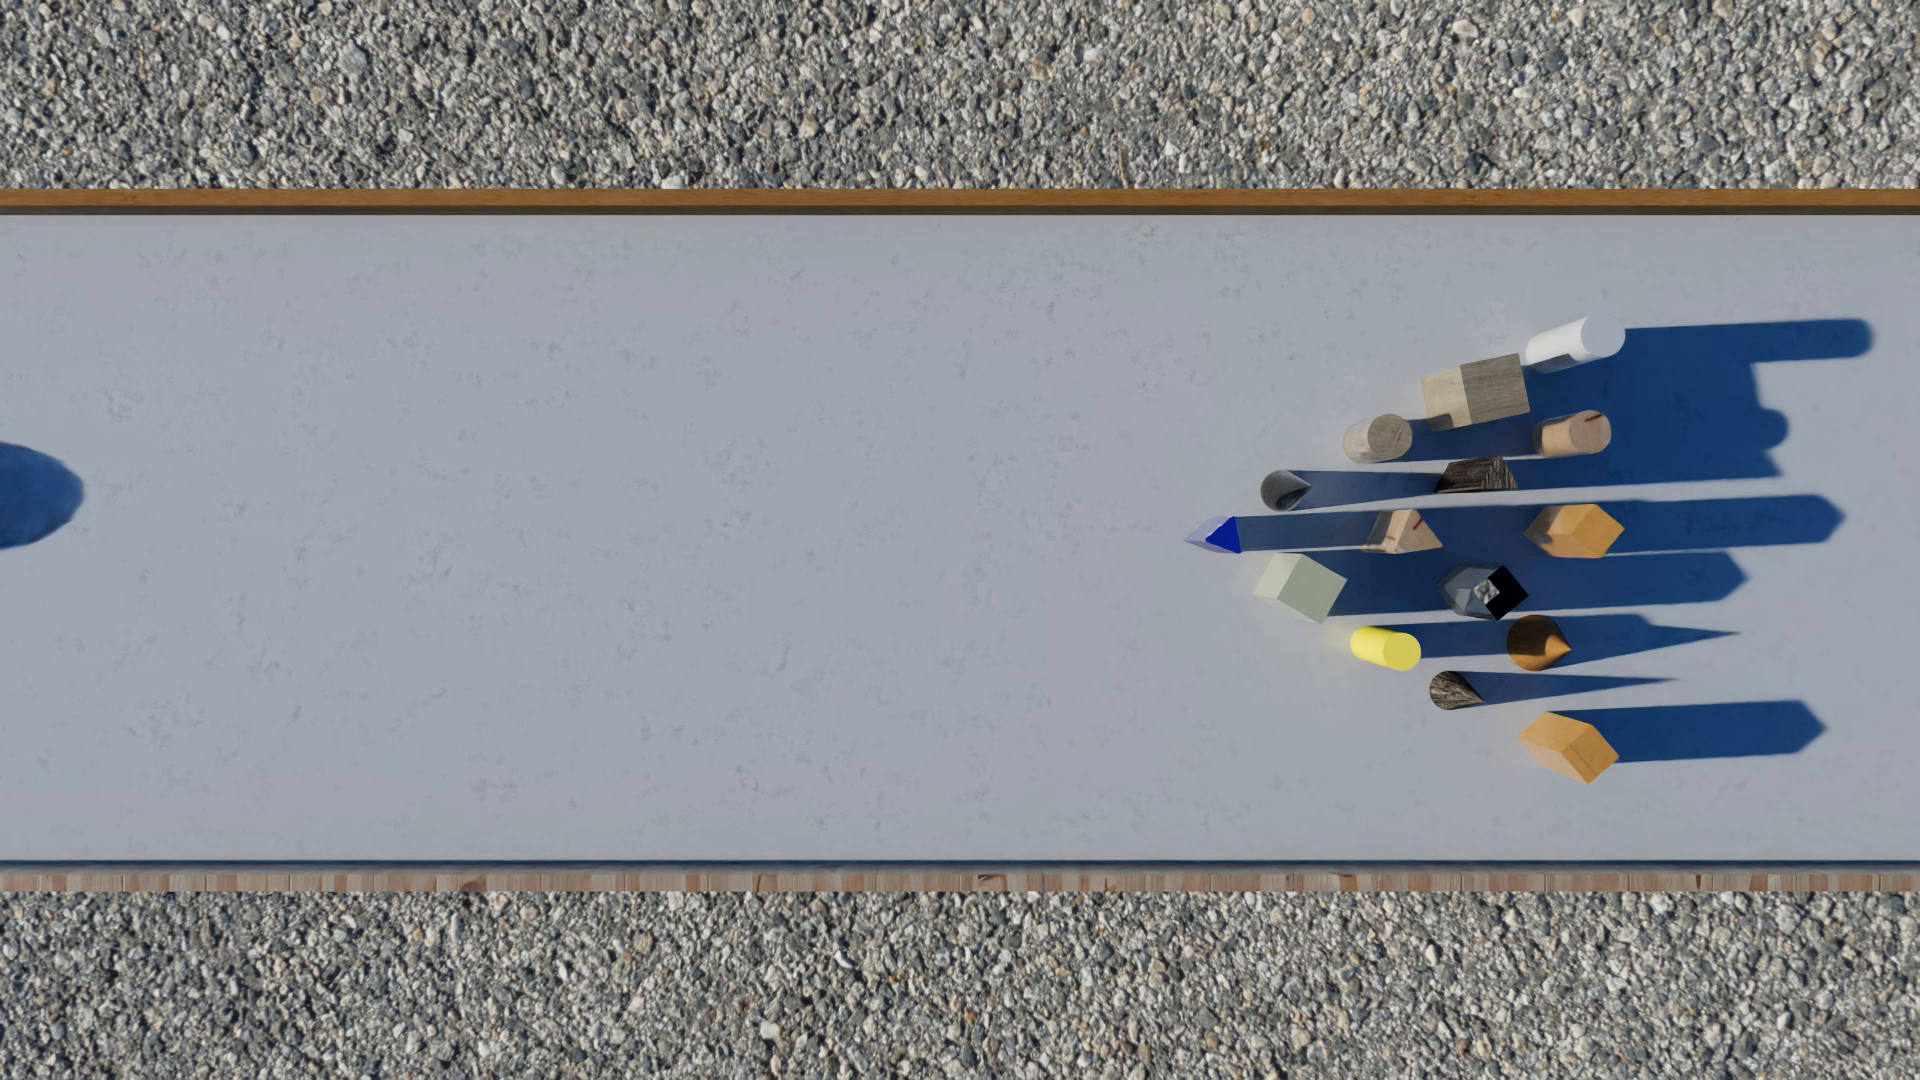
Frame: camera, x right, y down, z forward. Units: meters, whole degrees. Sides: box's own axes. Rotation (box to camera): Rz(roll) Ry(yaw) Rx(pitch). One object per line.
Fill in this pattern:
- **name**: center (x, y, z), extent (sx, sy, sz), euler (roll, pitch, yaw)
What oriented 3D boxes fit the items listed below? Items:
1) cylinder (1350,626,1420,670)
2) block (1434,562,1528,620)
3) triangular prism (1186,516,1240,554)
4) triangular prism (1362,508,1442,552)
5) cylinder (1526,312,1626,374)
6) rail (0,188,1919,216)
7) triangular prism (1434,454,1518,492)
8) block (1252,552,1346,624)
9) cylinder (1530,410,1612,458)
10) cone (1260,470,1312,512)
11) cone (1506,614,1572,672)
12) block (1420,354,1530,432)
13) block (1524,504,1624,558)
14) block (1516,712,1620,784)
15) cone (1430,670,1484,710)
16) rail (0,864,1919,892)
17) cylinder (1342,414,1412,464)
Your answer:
- **cylinder**: center (1.256, 0.318, 4.883), extent (0.109, 0.387, 0.109), euler (0, 90, 0)
- **block**: center (1.538, 0.150, 4.885), extent (0.115, 0.383, 0.115), euler (-39, 90, 0)
- **triangular prism**: center (0.756, -0.024, 4.862), extent (0.106, 0.428, 0.092), euler (20, 90, 0)
- **triangular prism**: center (1.297, -0.031, 4.884), extent (0.135, 0.385, 0.117), euler (-8, 90, 0)
- **cylinder**: center (1.805, -0.576, 4.854), extent (0.126, 0.445, 0.126), euler (0, 90, 0)
- **rail**: center (-2.247, -1.025, 5.002), extent (12.000, 0.150, 0.050), euler (0, 90, 0)
- **triangular prism**: center (1.511, -0.193, 4.848), extent (0.106, 0.457, 0.092), euler (0, 90, 0)
- **block**: center (0.998, 0.140, 4.877), extent (0.147, 0.399, 0.147), euler (30, 90, 0)
- **cylinder**: center (1.819, -0.312, 4.918), extent (0.125, 0.318, 0.125), euler (0, 90, 0)
- **cone**: center (0.989, -0.151, 4.849), extent (0.130, 0.454, 0.130), euler (0, 90, 0)
- **cone**: center (1.770, 0.317, 4.925), extent (0.176, 0.304, 0.176), euler (0, 90, 0)
- **block**: center (1.516, -0.430, 4.875), extent (0.171, 0.403, 0.171), euler (-11, 90, 0)
- **block**: center (1.809, -0.026, 4.877), extent (0.109, 0.399, 0.109), euler (40, 90, 0)
- **block**: center (1.798, 0.613, 4.891), extent (0.121, 0.371, 0.121), euler (-41, 90, 0)
- **cone**: center (1.505, 0.463, 4.902), extent (0.122, 0.348, 0.122), euler (0, 90, 0)
- **rail**: center (-2.247, 1.025, 5.001), extent (12.000, 0.150, 0.050), euler (0, 90, 0)
- **cylinder**: center (1.243, -0.299, 4.921), extent (0.131, 0.310, 0.131), euler (0, 90, 0)
